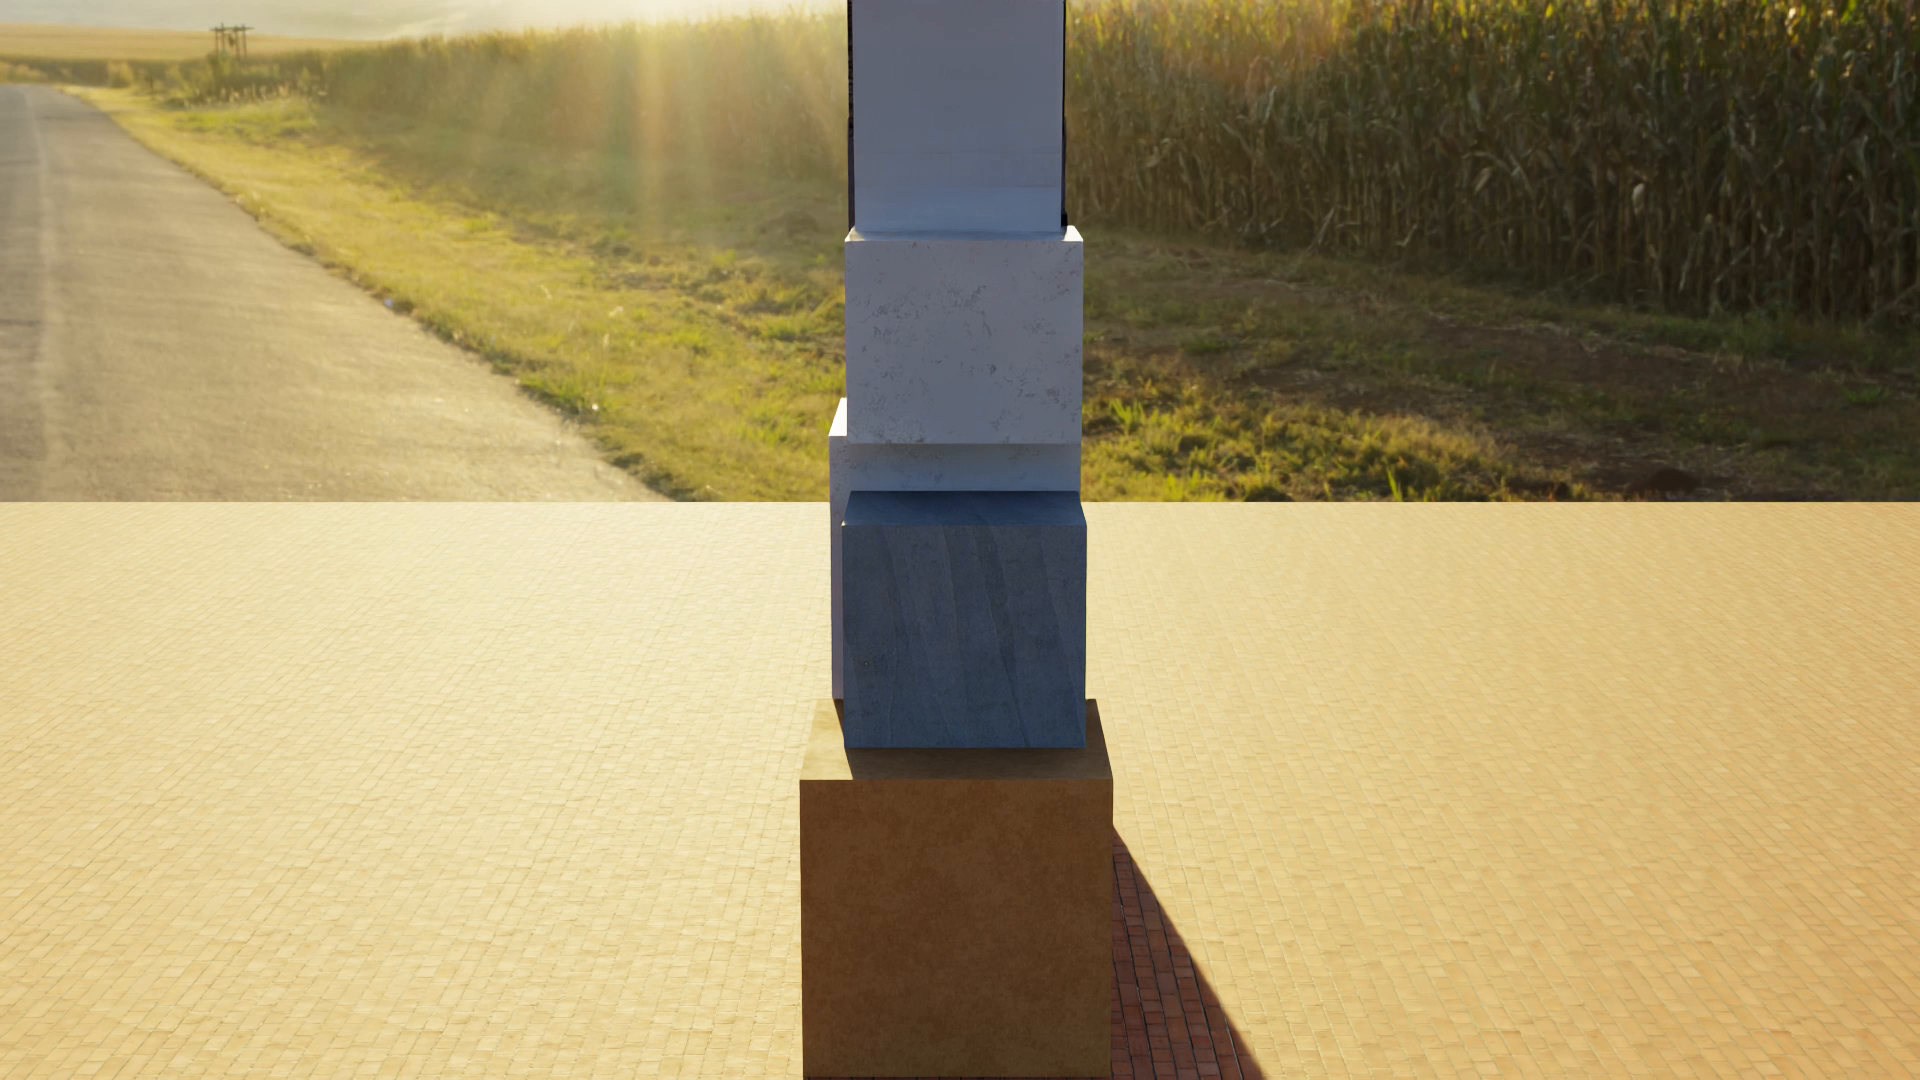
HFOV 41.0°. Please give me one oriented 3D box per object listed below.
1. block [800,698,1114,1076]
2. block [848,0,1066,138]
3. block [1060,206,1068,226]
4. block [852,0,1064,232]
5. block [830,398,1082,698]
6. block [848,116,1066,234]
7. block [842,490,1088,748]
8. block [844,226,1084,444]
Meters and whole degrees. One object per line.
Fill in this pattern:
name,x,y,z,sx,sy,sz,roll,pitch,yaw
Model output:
block,-0.012,1.262,9.578,1.091,1.090,1.174,0,10,0
block,-0.013,-2.215,11.044,0.903,0.781,0.887,0,21,0
block,0.011,-1.001,10.867,0.848,0.806,0.884,0,11,0
block,-0.008,-1.809,10.269,0.805,0.989,0.812,0,19,0
block,-0.019,0.063,10.520,0.972,1.154,1.065,0,11,0
block,-0.013,-1.385,11.773,0.950,1.177,1.016,0,14,0
block,0.016,0.282,9.622,0.877,0.822,0.773,0,10,0
block,0.015,-0.817,10.028,0.890,0.761,0.830,0,11,0
